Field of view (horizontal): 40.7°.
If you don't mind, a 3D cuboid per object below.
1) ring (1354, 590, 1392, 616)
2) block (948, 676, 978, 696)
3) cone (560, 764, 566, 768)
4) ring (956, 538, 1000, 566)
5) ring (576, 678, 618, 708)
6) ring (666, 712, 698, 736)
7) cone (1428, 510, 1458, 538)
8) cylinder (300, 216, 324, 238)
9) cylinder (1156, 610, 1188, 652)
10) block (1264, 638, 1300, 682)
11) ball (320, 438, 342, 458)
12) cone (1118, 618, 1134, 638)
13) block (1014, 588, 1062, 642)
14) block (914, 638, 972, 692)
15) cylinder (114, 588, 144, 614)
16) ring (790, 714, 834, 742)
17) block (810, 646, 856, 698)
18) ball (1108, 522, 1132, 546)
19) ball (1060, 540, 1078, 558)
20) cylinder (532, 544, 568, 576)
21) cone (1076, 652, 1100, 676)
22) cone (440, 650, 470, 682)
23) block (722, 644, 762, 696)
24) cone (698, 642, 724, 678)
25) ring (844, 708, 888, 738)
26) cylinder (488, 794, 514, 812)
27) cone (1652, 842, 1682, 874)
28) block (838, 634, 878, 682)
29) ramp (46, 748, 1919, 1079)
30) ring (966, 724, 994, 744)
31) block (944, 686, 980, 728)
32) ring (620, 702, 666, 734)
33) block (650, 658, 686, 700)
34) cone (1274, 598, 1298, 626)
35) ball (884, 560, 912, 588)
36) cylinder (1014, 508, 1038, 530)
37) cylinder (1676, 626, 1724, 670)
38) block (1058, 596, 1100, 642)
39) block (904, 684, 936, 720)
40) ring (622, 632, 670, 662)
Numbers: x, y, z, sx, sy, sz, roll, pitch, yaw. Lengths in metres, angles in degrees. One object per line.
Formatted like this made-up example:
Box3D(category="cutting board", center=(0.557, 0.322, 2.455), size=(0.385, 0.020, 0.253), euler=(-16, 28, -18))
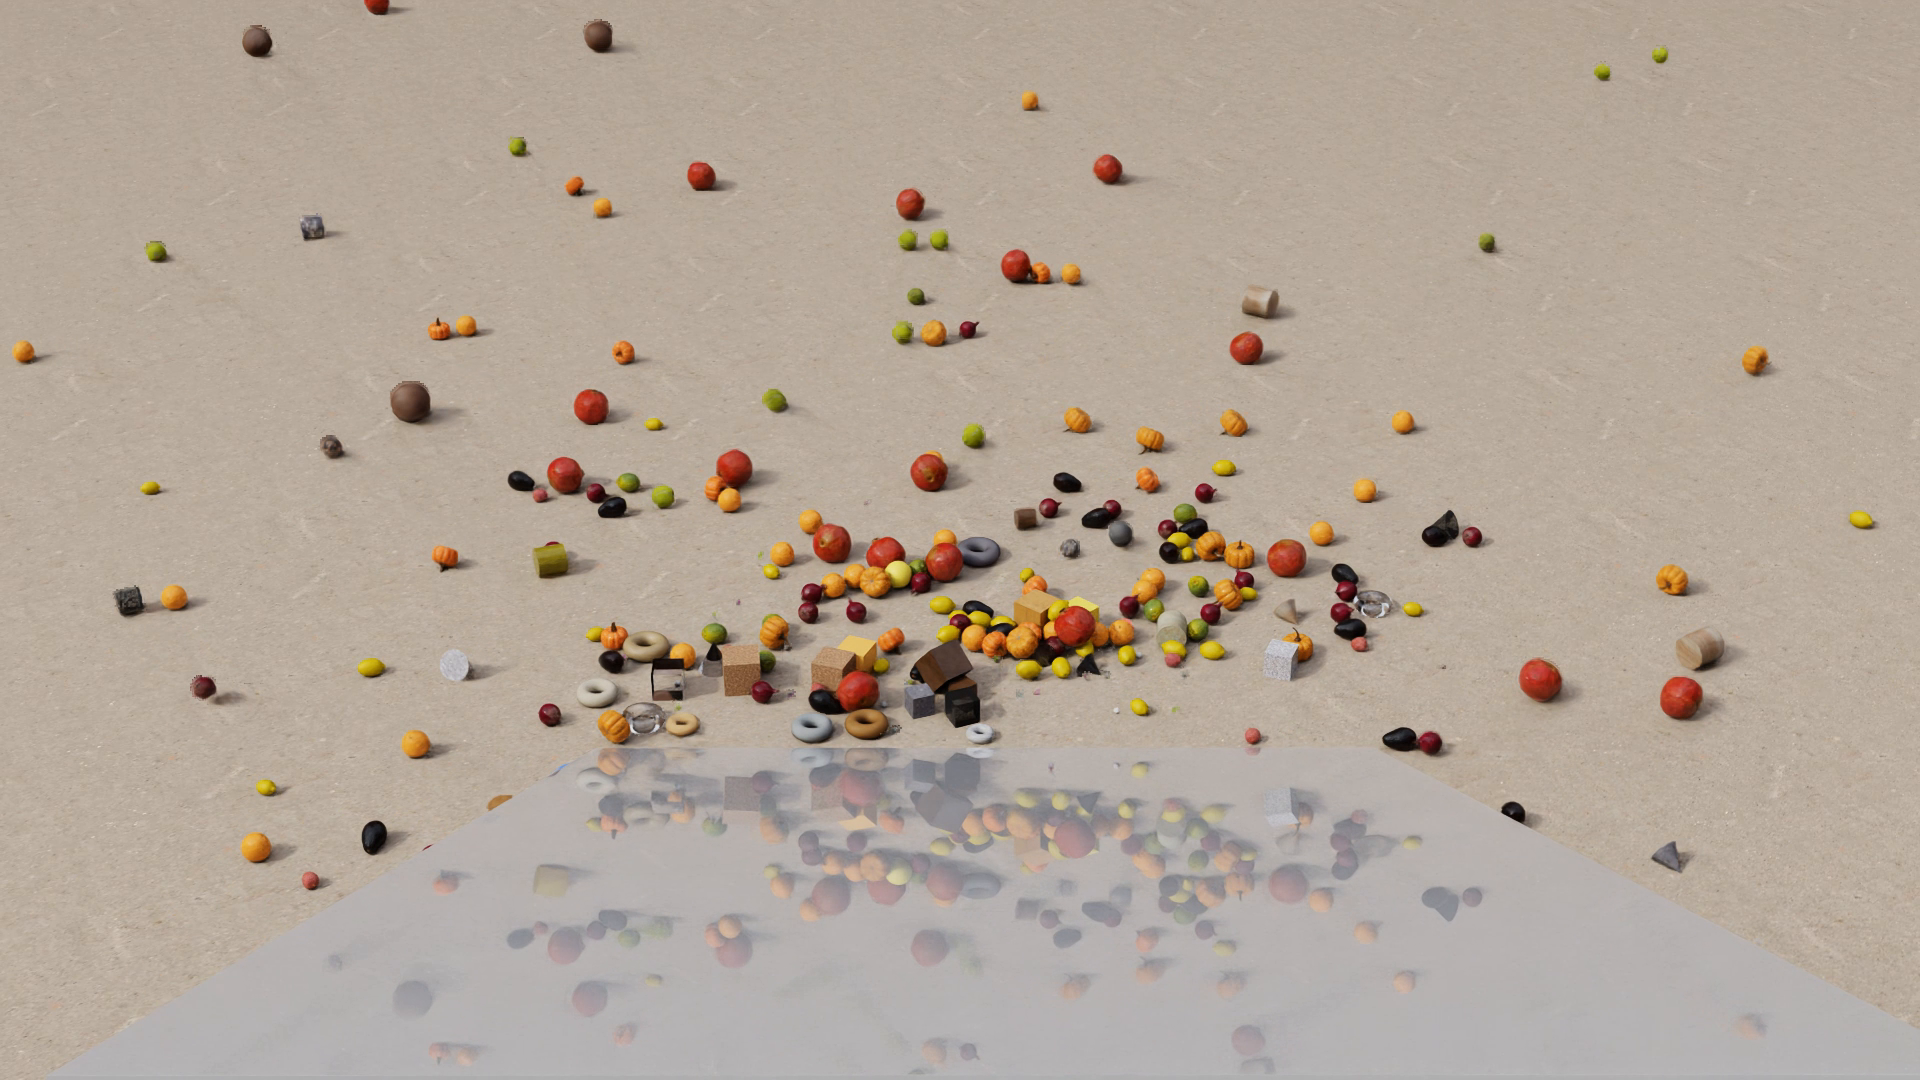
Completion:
Box3D(category="ring", center=(1.182, 0.182, 7.405), size=(0.113, 0.038, 0.113), euler=(0, 31, 0))
Box3D(category="block", center=(0.008, 0.408, 6.985), size=(0.055, 0.055, 0.055), euler=(-21, 36, -32))
Box3D(category="cone", center=(-0.988, 0.624, 6.623), size=(0.078, 0.078, 0.078), euler=(-1, 56, -1))
Box3D(category="ring", center=(0.054, 0.035, 7.658), size=(0.133, 0.044, 0.133), euler=(0, 31, 0))
Box3D(category="ring", center=(-0.981, 0.413, 6.994), size=(0.113, 0.038, 0.113), euler=(-1, 30, 0))
Box3D(category="ring", center=(-0.737, 0.489, 6.867), size=(0.089, 0.030, 0.089), euler=(-1, 30, 0))
Box3D(category="cone", center=(1.445, -0.040, 7.796), size=(0.085, 0.085, 0.085), euler=(-13, 19, 35))
Box3D(category="cylinder", center=(-2.449, -1.182, 9.777), size=(0.078, 0.078, 0.078), euler=(-11, 31, -18))
Box3D(category="cylinder", center=(0.592, 0.254, 7.229), size=(0.084, 0.084, 0.084), euler=(3, 30, 5))
Box3D(category="block", center=(0.881, 0.330, 7.102), size=(0.077, 0.077, 0.077), euler=(11, 31, 19))
Box3D(category="ball", center=(-1.996, -0.293, 8.216), size=(0.066, 0.066, 0.066), euler=(0, 29, 0))
Box3D(category="cone", center=(0.479, 0.249, 7.299), size=(0.052, 0.052, 0.052), euler=(22, 10, 34))
Box3D(category="block", center=(0.219, 0.212, 7.291), size=(0.095, 0.095, 0.095), euler=(23, 37, 35))
Box3D(category="block", center=(-0.044, 0.342, 7.019), size=(0.095, 0.095, 0.095), euler=(-23, 78, -37))
Box3D(category="cylinder", center=(-2.374, 0.175, 7.388), size=(0.065, 0.065, 0.065), euler=(-14, 32, -24))
Box3D(category="ring", center=(-0.392, 0.496, 6.847), size=(0.113, 0.038, 0.113), euler=(1, 28, 0))
Box3D(category="block", center=(-0.343, 0.359, 7.034), size=(0.092, 0.092, 0.092), euler=(11, 31, 18))
Box3D(category="ball", center=(0.479, -0.016, 7.722), size=(0.070, 0.070, 0.070), euler=(0, 29, 0))
Box3D(category="ball", center=(0.325, 0.025, 7.664), size=(0.055, 0.055, 0.055), euler=(0, 29, 0))
Box3D(category="cylinder", center=(-1.200, 0.058, 7.575), size=(0.085, 0.085, 0.085), euler=(-8, 30, -22))
Box3D(category="cone", center=(0.364, 0.353, 7.111), size=(0.061, 0.061, 0.061), euler=(40, 42, 12))
Box3D(category="cone", center=(-1.370, 0.342, 7.119), size=(0.087, 0.087, 0.087), euler=(10, 4, 17))
Box3D(category="block", center=(-0.594, 0.355, 7.035), size=(0.099, 0.099, 0.099), euler=(-4, 30, -6))
Box3D(category="cone", center=(-0.676, 0.316, 7.113), size=(0.089, 0.089, 0.089), euler=(0, 29, 0))
Box3D(category="ring", center=(-0.248, 0.487, 6.861), size=(0.117, 0.039, 0.117), euler=(0, 28, 0))
Box3D(category="cylinder", center=(-1.136, 0.694, 6.449), size=(0.084, 0.084, 0.084), euler=(-3, 29, -6))
Box3D(category="cone", center=(1.745, 0.788, 6.336), size=(0.071, 0.071, 0.071), euler=(-18, 60, -28))
Box3D(category="block", center=(-0.284, 0.326, 7.100), size=(0.085, 0.085, 0.085), euler=(12, 32, 21))
Box3D(category="ramp", center=(0.066, 0.590, 4.642), size=(2.000, 0.100, 4.000), euler=(0, 0, 0))
Box3D(category="ring", center=(0.054, 0.512, 6.832), size=(0.077, 0.026, 0.077), euler=(0, 28, 0))
Box3D(category="block", center=(0.007, 0.447, 6.900), size=(0.071, 0.071, 0.071), euler=(-12, 32, -20))
Box3D(category="ring", center=(-0.843, 0.474, 6.884), size=(0.123, 0.041, 0.123), euler=(0, 28, 0))
Box3D(category="block", center=(-0.791, 0.378, 7.010), size=(0.083, 0.083, 0.083), euler=(-1, 29, -1))
Box3D(category="cone", center=(0.941, 0.216, 7.348), size=(0.072, 0.072, 0.072), euler=(-18, 61, -28))
Box3D(category="ball", center=(-0.179, 0.100, 7.505), size=(0.080, 0.080, 0.080), euler=(0, 29, 0))
Box3D(category="cylinder", center=(0.198, -0.064, 7.819), size=(0.057, 0.057, 0.057), euler=(-6, 30, -11))
Box3D(category="cylinder", center=(2.043, 0.298, 7.140), size=(0.094, 0.094, 0.094), euler=(-19, 34, -30))
Box3D(category="block", center=(0.334, 0.222, 7.287), size=(0.081, 0.081, 0.081), euler=(25, 38, 37))
Box3D(category="block", center=(-0.108, 0.432, 6.934), size=(0.063, 0.063, 0.063), euler=(-11, 31, -19))
Box3D(category="ring", center=(-0.873, 0.296, 7.196), size=(0.130, 0.043, 0.130), euler=(1, 28, 0))
